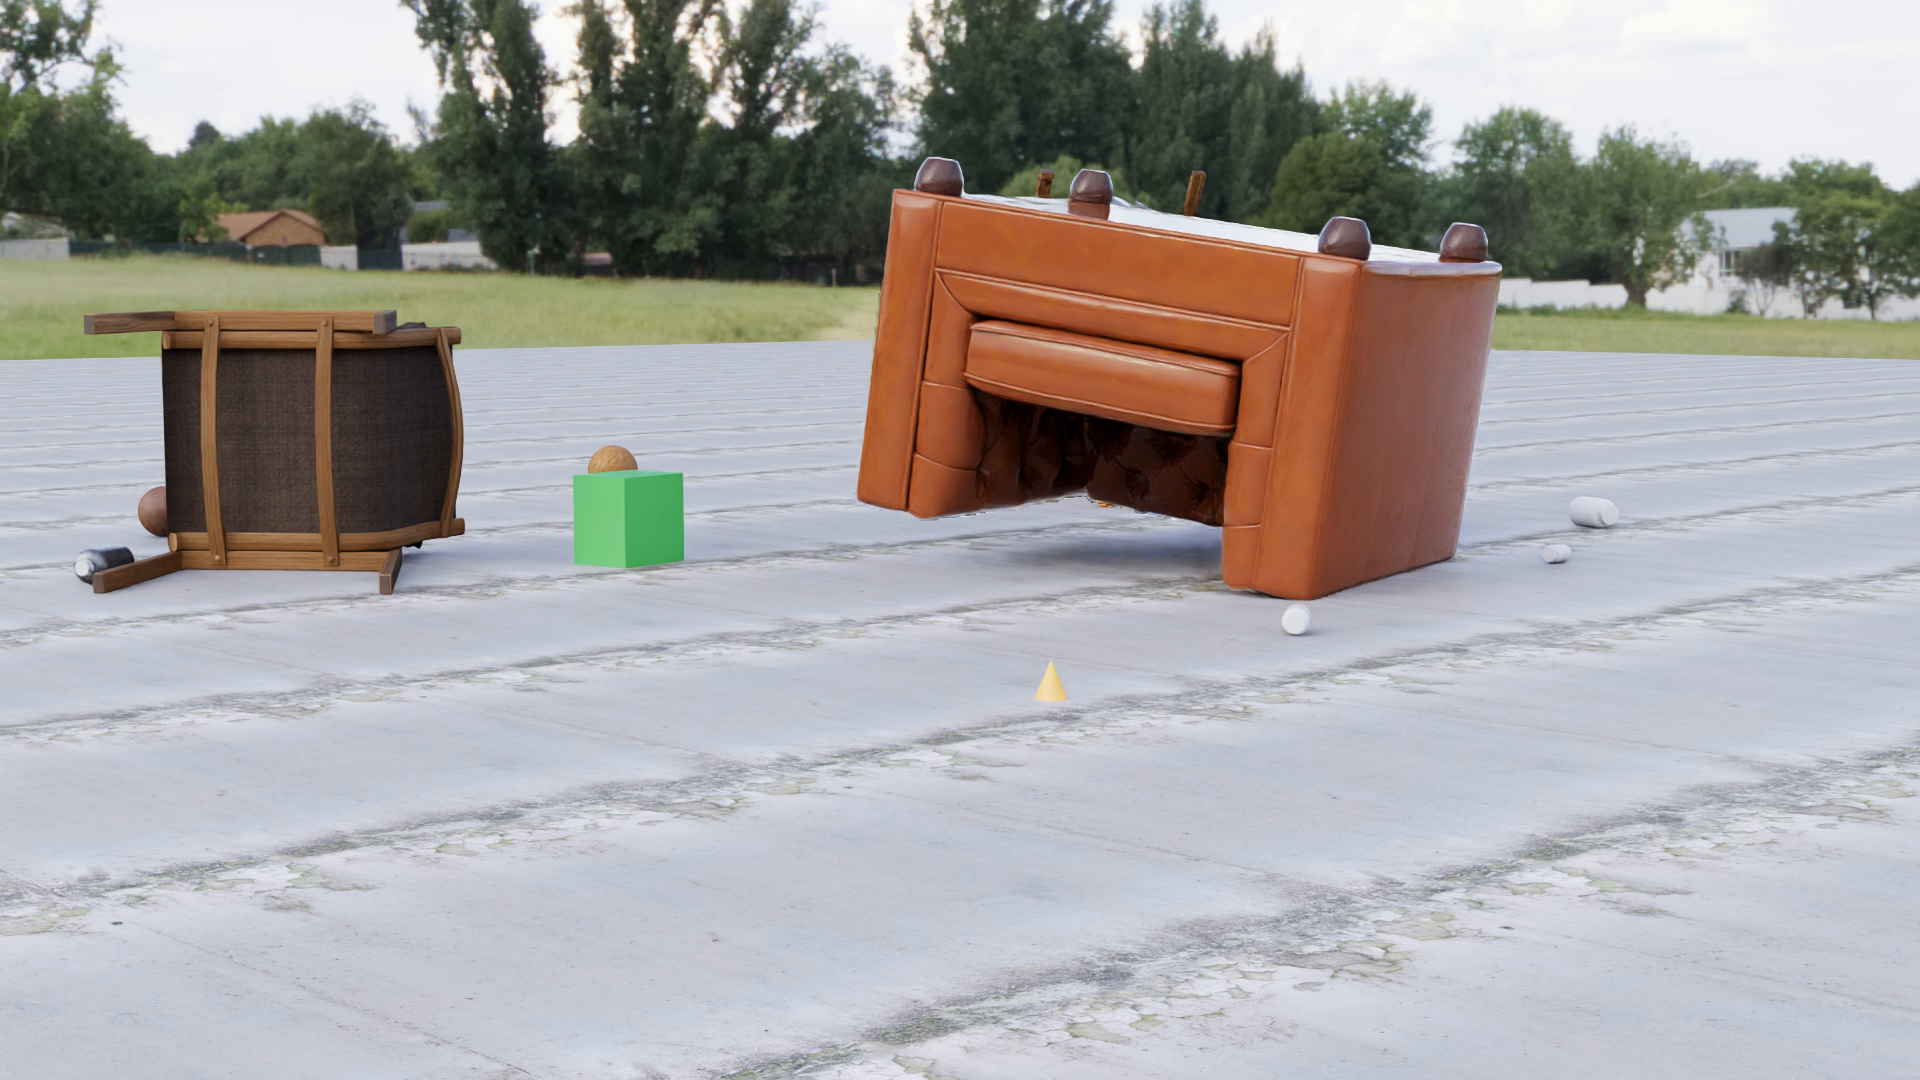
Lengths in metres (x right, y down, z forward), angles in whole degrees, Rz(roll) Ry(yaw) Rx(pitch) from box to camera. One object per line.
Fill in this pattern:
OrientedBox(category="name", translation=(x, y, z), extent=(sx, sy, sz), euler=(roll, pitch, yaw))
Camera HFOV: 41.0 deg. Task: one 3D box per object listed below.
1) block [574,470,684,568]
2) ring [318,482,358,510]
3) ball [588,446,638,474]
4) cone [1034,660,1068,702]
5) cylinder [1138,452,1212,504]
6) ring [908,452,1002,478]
OrientedBox(category="block", translation=(-0.761, -0.050, 5.902), extent=(0.160, 0.204, 0.197), euler=(4, 7, 36))
OrientedBox(category="ring", translation=(-1.759, -0.125, 7.253), extent=(0.094, 0.078, 0.150), euler=(-1, 4, 18))
OrientedBox(category="ball", translation=(-1.046, -0.211, 7.729), extent=(0.150, 0.150, 0.150), euler=(0, 6, 0))
OrientedBox(category="cone", translation=(0.142, 0.217, 4.006), extent=(0.051, 0.062, 0.057), euler=(-4, 7, -33))
OrientedBox(category="cylinder", translation=(0.625, -0.182, 7.453), extent=(0.072, 0.192, 0.176), euler=(50, 29, 20))
OrientedBox(category="ring", translation=(-0.016, -0.245, 8.472), extent=(0.314, 0.066, 0.389), euler=(-1, 6, -5))
